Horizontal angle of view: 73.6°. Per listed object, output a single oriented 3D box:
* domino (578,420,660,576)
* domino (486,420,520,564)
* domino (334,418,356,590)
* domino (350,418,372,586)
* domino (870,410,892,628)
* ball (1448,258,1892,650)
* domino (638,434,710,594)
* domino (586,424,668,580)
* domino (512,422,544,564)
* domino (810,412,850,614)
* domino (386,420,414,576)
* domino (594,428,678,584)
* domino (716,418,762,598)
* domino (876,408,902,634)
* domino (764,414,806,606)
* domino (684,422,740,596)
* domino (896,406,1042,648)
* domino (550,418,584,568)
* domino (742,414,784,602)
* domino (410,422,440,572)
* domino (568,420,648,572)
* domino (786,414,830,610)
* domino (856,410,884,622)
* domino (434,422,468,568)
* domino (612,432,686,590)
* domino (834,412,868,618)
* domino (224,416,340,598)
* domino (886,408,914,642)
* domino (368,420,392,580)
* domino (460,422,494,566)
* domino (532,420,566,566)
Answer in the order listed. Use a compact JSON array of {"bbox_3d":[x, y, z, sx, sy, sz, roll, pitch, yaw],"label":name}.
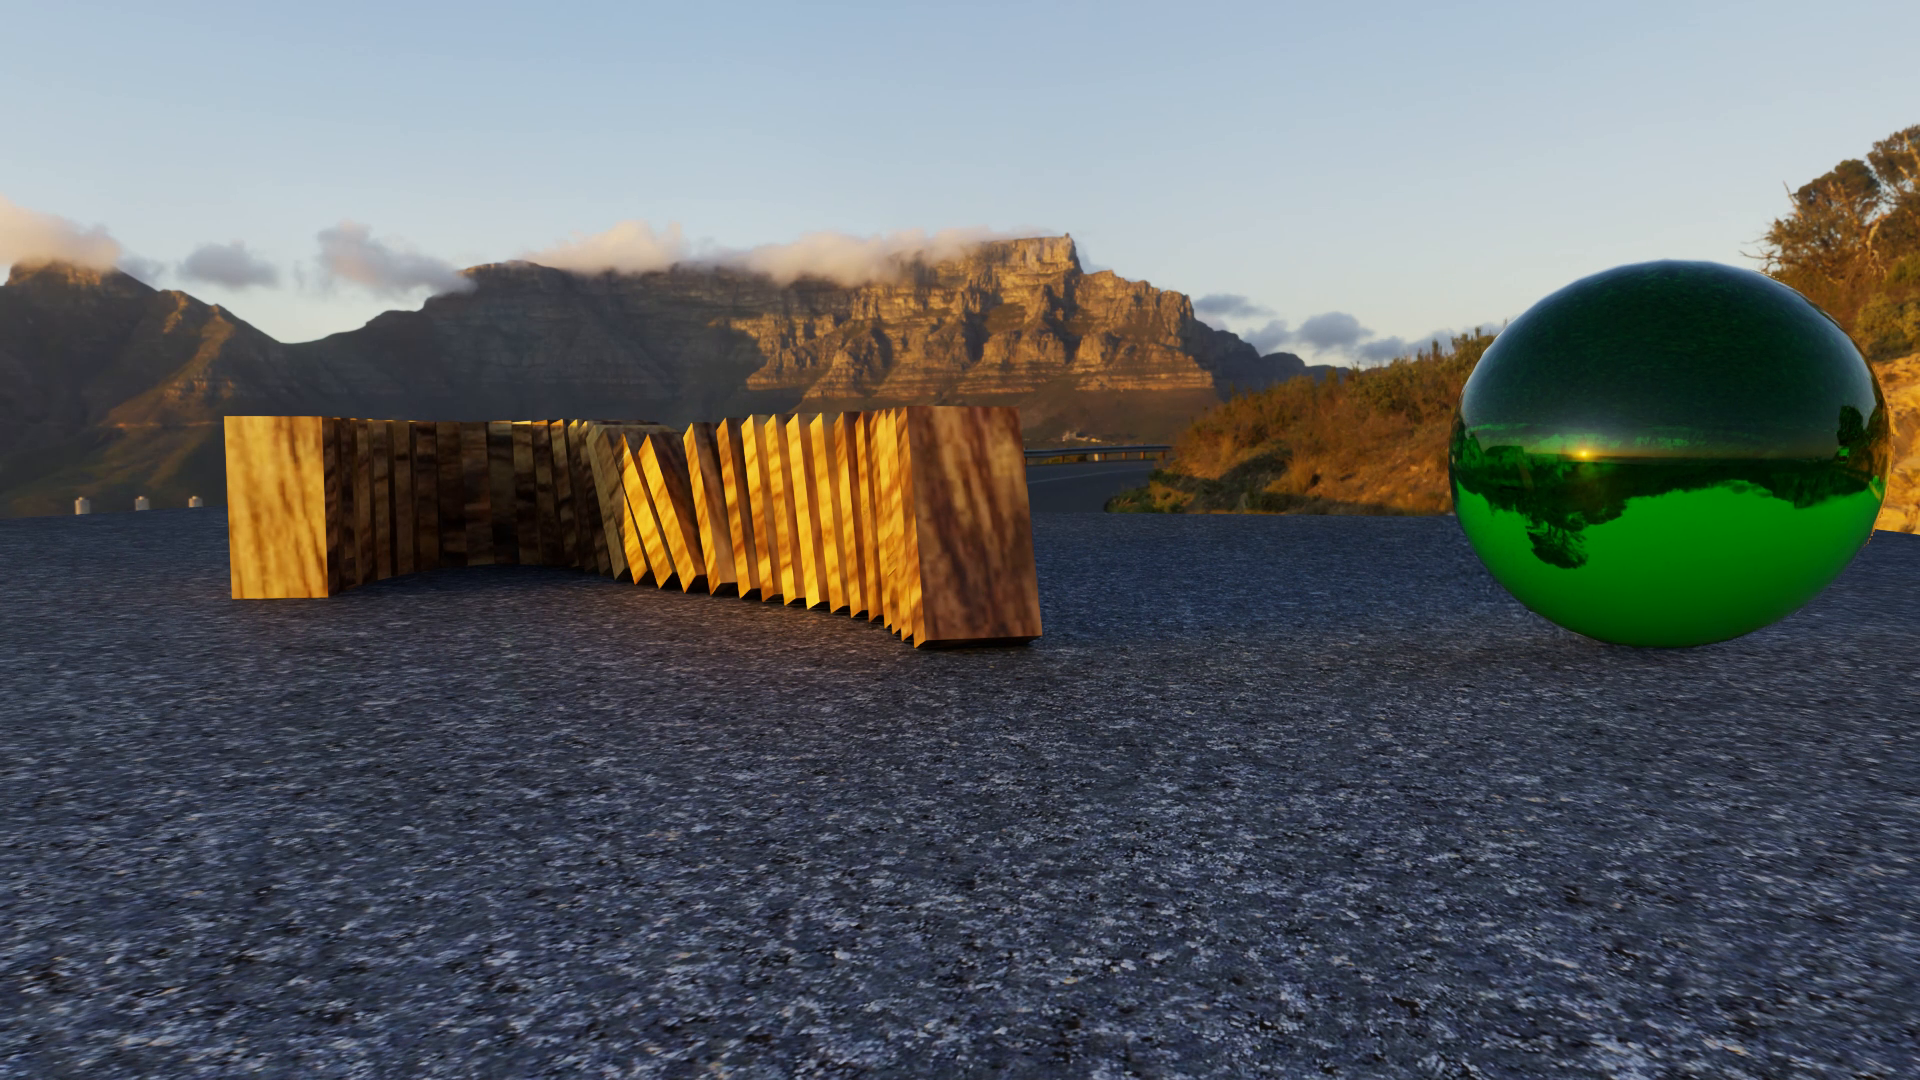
[{"bbox_3d":[-0.109,-0.014,0.424,0.025,0.050,0.009,-3,-17,-36],"label":"domino"},{"bbox_3d":[-0.161,-0.018,0.464,0.009,0.050,0.025,-3,4,-1],"label":"domino"},{"bbox_3d":[-0.191,-0.010,0.373,0.025,0.050,0.009,-1,4,-9],"label":"domino"},{"bbox_3d":[-0.193,-0.012,0.388,0.025,0.050,0.010,-1,4,-7],"label":"domino"},{"bbox_3d":[-0.006,-0.005,0.301,0.025,0.050,0.009,-1,-14,-16],"label":"domino"},{"bbox_3d":[0.144,-0.017,0.265,0.080,0.080,0.080,0,4,0],"label":"ball"},{"bbox_3d":[-0.076,-0.009,0.381,0.025,0.050,0.009,-3,-32,-37],"label":"domino"},{"bbox_3d":[-0.102,-0.013,0.412,0.025,0.050,0.009,-3,-23,-36],"label":"domino"},{"bbox_3d":[-0.146,-0.017,0.460,0.009,0.050,0.025,-1,3,30],"label":"domino"},{"bbox_3d":[-0.022,-0.007,0.329,0.025,0.050,0.009,-2,-14,-24],"label":"domino"},{"bbox_3d":[-0.193,-0.014,0.419,0.025,0.050,0.009,0,4,6],"label":"domino"},{"bbox_3d":[-0.095,-0.011,0.400,0.025,0.050,0.009,-4,-26,-41],"label":"domino"},{"bbox_3d":[-0.052,-0.009,0.362,0.025,0.050,0.009,-2,-18,-28],"label":"domino"},{"bbox_3d":[-0.004,-0.005,0.291,0.025,0.050,0.009,-1,-14,-16],"label":"domino"},{"bbox_3d":[-0.036,-0.009,0.345,0.025,0.050,0.009,-2,-14,-26],"label":"domino"},{"bbox_3d":[-0.063,-0.010,0.370,0.025,0.050,0.010,-2,-23,-29],"label":"domino"},{"bbox_3d":[0.002,-0.003,0.272,0.025,0.050,0.009,-1,-14,-16],"label":"domino"},{"bbox_3d":[-0.125,-0.016,0.444,0.025,0.050,0.009,-4,-5,-43],"label":"domino"},{"bbox_3d":[-0.044,-0.009,0.352,0.025,0.050,0.009,-2,-14,-28],"label":"domino"},{"bbox_3d":[-0.191,-0.015,0.434,0.025,0.050,0.009,1,4,15],"label":"domino"},{"bbox_3d":[-0.116,-0.015,0.434,0.025,0.050,0.009,-3,-11,-36],"label":"domino"},{"bbox_3d":[-0.029,-0.008,0.337,0.025,0.050,0.009,-2,-14,-26],"label":"domino"},{"bbox_3d":[-0.010,-0.006,0.310,0.025,0.050,0.009,-1,-14,-16],"label":"domino"},{"bbox_3d":[-0.185,-0.016,0.447,0.025,0.050,0.009,3,7,31],"label":"domino"},{"bbox_3d":[-0.086,-0.010,0.390,0.025,0.050,0.010,-4,-30,-41],"label":"domino"},{"bbox_3d":[-0.016,-0.007,0.320,0.025,0.050,0.009,-2,-14,-20],"label":"domino"},{"bbox_3d":[-0.189,-0.009,0.357,0.025,0.050,0.009,-1,4,-8],"label":"domino"},{"bbox_3d":[-0.001,-0.004,0.282,0.025,0.050,0.009,-1,-14,-16],"label":"domino"},{"bbox_3d":[-0.194,-0.013,0.403,0.025,0.050,0.009,0,4,0],"label":"domino"},{"bbox_3d":[-0.175,-0.017,0.459,0.010,0.050,0.025,-5,6,-30],"label":"domino"},{"bbox_3d":[-0.135,-0.017,0.452,0.009,0.050,0.025,-4,0,41],"label":"domino"}]
